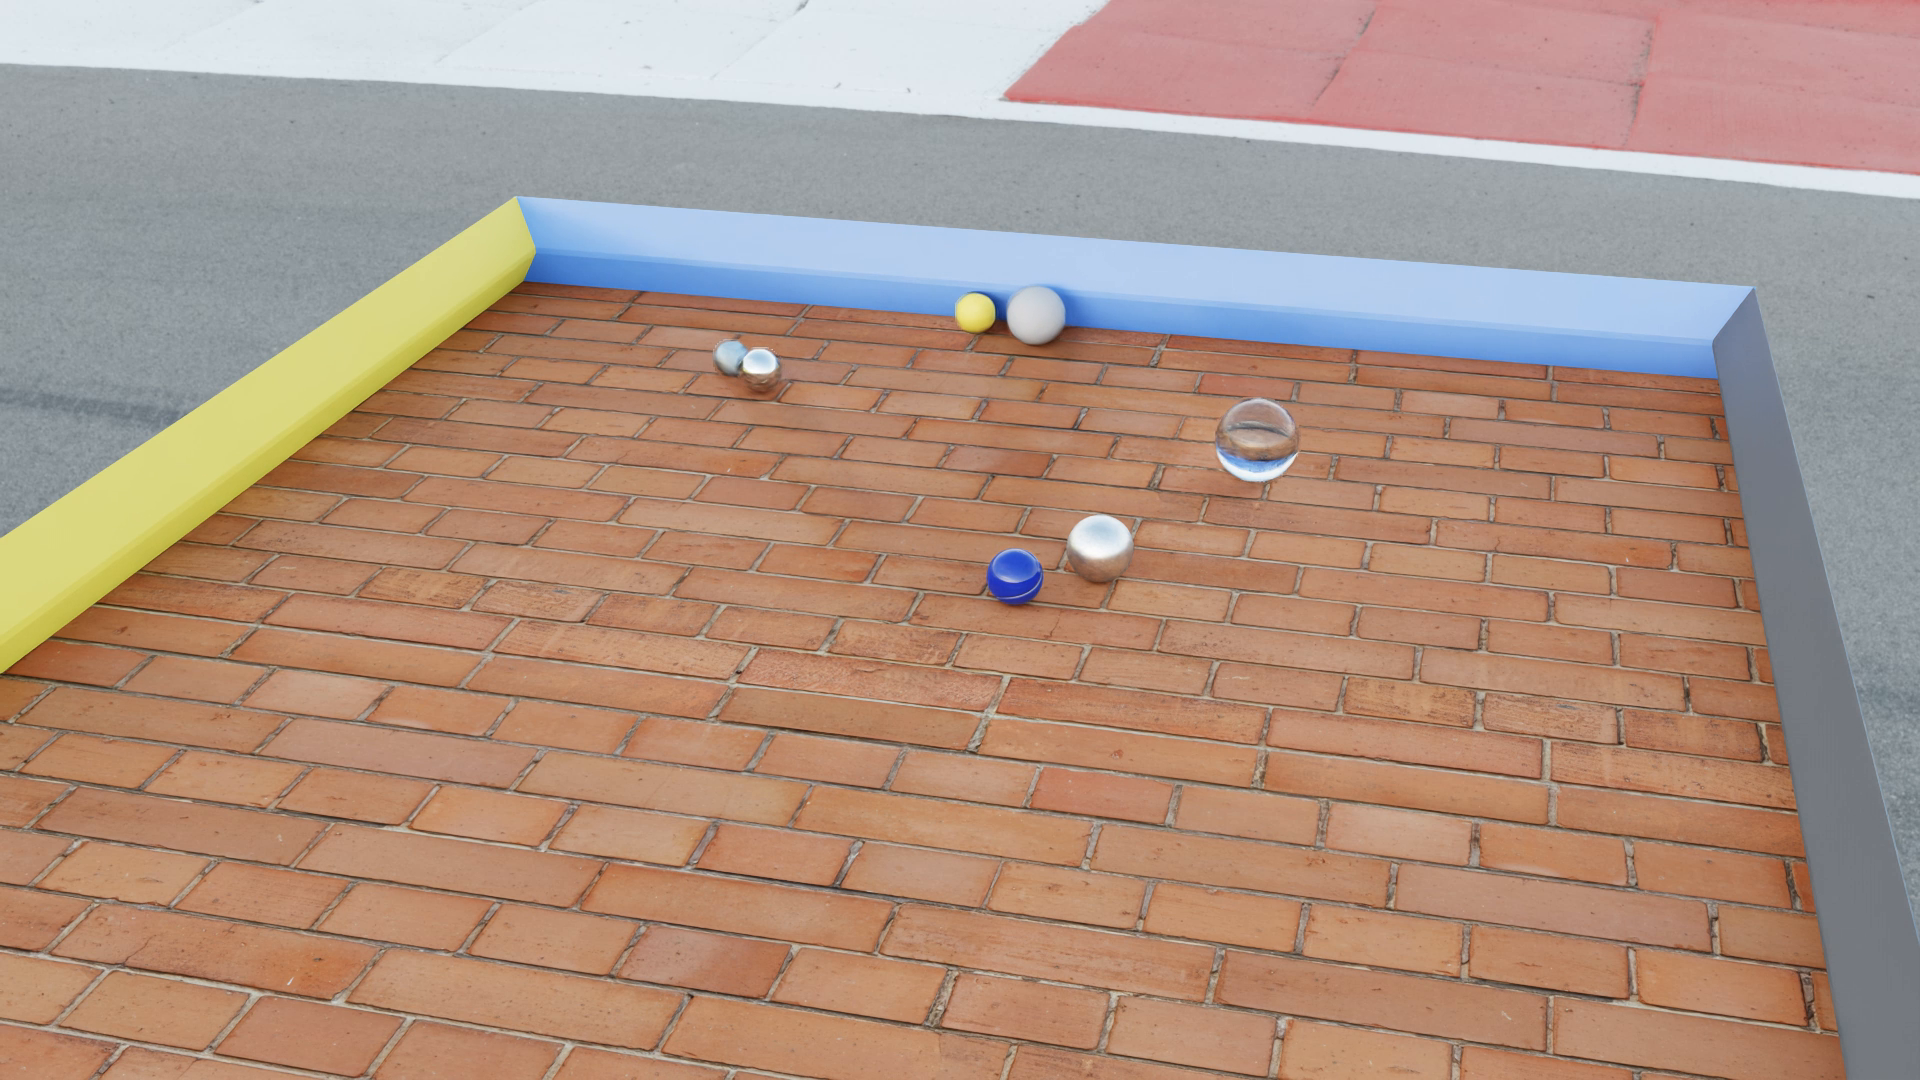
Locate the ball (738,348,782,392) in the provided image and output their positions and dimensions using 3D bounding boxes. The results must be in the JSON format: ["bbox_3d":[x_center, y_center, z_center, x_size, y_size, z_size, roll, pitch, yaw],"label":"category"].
[{"bbox_3d":[-0.251,-0.213,2.755,0.054,0.054,0.054,0,25,0],"label":"ball"}]

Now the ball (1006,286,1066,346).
[{"bbox_3d":[0.101,-0.297,2.905,0.079,0.079,0.079,0,25,0],"label":"ball"}]

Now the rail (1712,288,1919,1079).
[{"bbox_3d":[0.605,0.370,1.433,0.045,0.123,3.059,6,26,12],"label":"rail"}]

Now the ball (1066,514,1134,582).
[{"bbox_3d":[0.144,0.009,2.266,0.070,0.070,0.070,0,25,0],"label":"ball"}]

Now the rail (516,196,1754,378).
[{"bbox_3d":[0.177,-0.335,2.931,1.670,0.123,0.045,6,26,12],"label":"rail"}]

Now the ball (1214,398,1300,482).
[{"bbox_3d":[0.337,-0.113,2.495,0.095,0.095,0.095,0,25,0],"label":"ball"}]

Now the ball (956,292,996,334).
[{"bbox_3d":[0.022,-0.305,2.951,0.054,0.054,0.054,0,25,0],"label":"ball"}]

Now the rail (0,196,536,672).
[{"bbox_3d":[-0.970,0.205,1.783,0.045,0.123,3.059,6,26,12],"label":"rail"}]

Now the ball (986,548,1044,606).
[{"bbox_3d":[0.055,0.037,2.220,0.058,0.058,0.058,0,25,0],"label":"ball"}]

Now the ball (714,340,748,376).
[{"bbox_3d":[-0.291,-0.232,2.807,0.045,0.045,0.045,0,25,0],"label":"ball"}]
